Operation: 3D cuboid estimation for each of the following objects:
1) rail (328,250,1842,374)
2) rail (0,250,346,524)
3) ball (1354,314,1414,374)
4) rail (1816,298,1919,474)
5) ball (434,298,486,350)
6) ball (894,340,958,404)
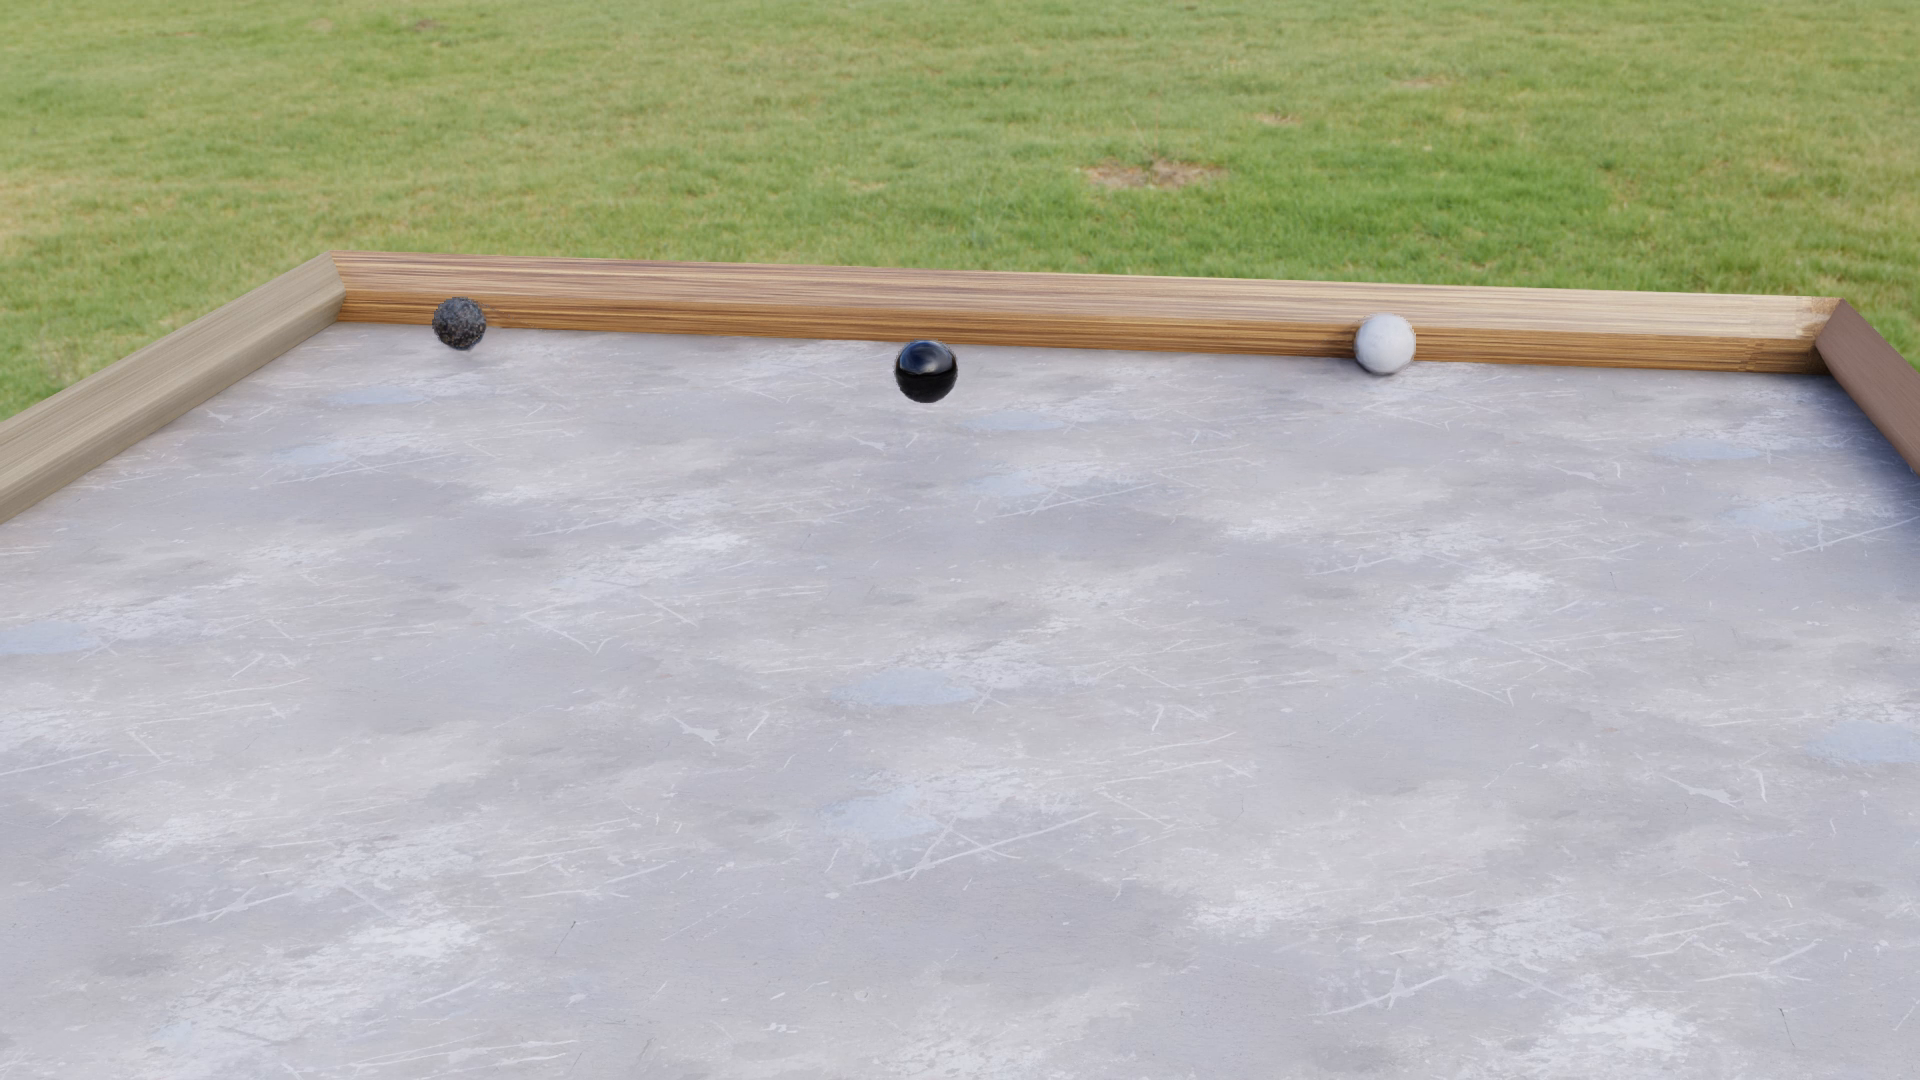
[{"bbox_3d":[0.150,-0.378,3.661,2.530,0.126,0.045,3,20,8],"label":"rail"},{"bbox_3d":[-1.382,0.297,1.796,0.045,0.126,4.401,3,20,8],"label":"rail"},{"bbox_3d":[0.681,-0.313,3.530,0.096,0.096,0.096,0,20,0],"label":"ball"},{"bbox_3d":[1.076,0.414,1.471,0.045,0.126,4.401,3,20,8],"label":"rail"},{"bbox_3d":[-0.836,-0.361,3.681,0.084,0.084,0.084,0,20,0],"label":"ball"},{"bbox_3d":[-0.052,-0.258,3.377,0.097,0.097,0.097,0,20,0],"label":"ball"}]
